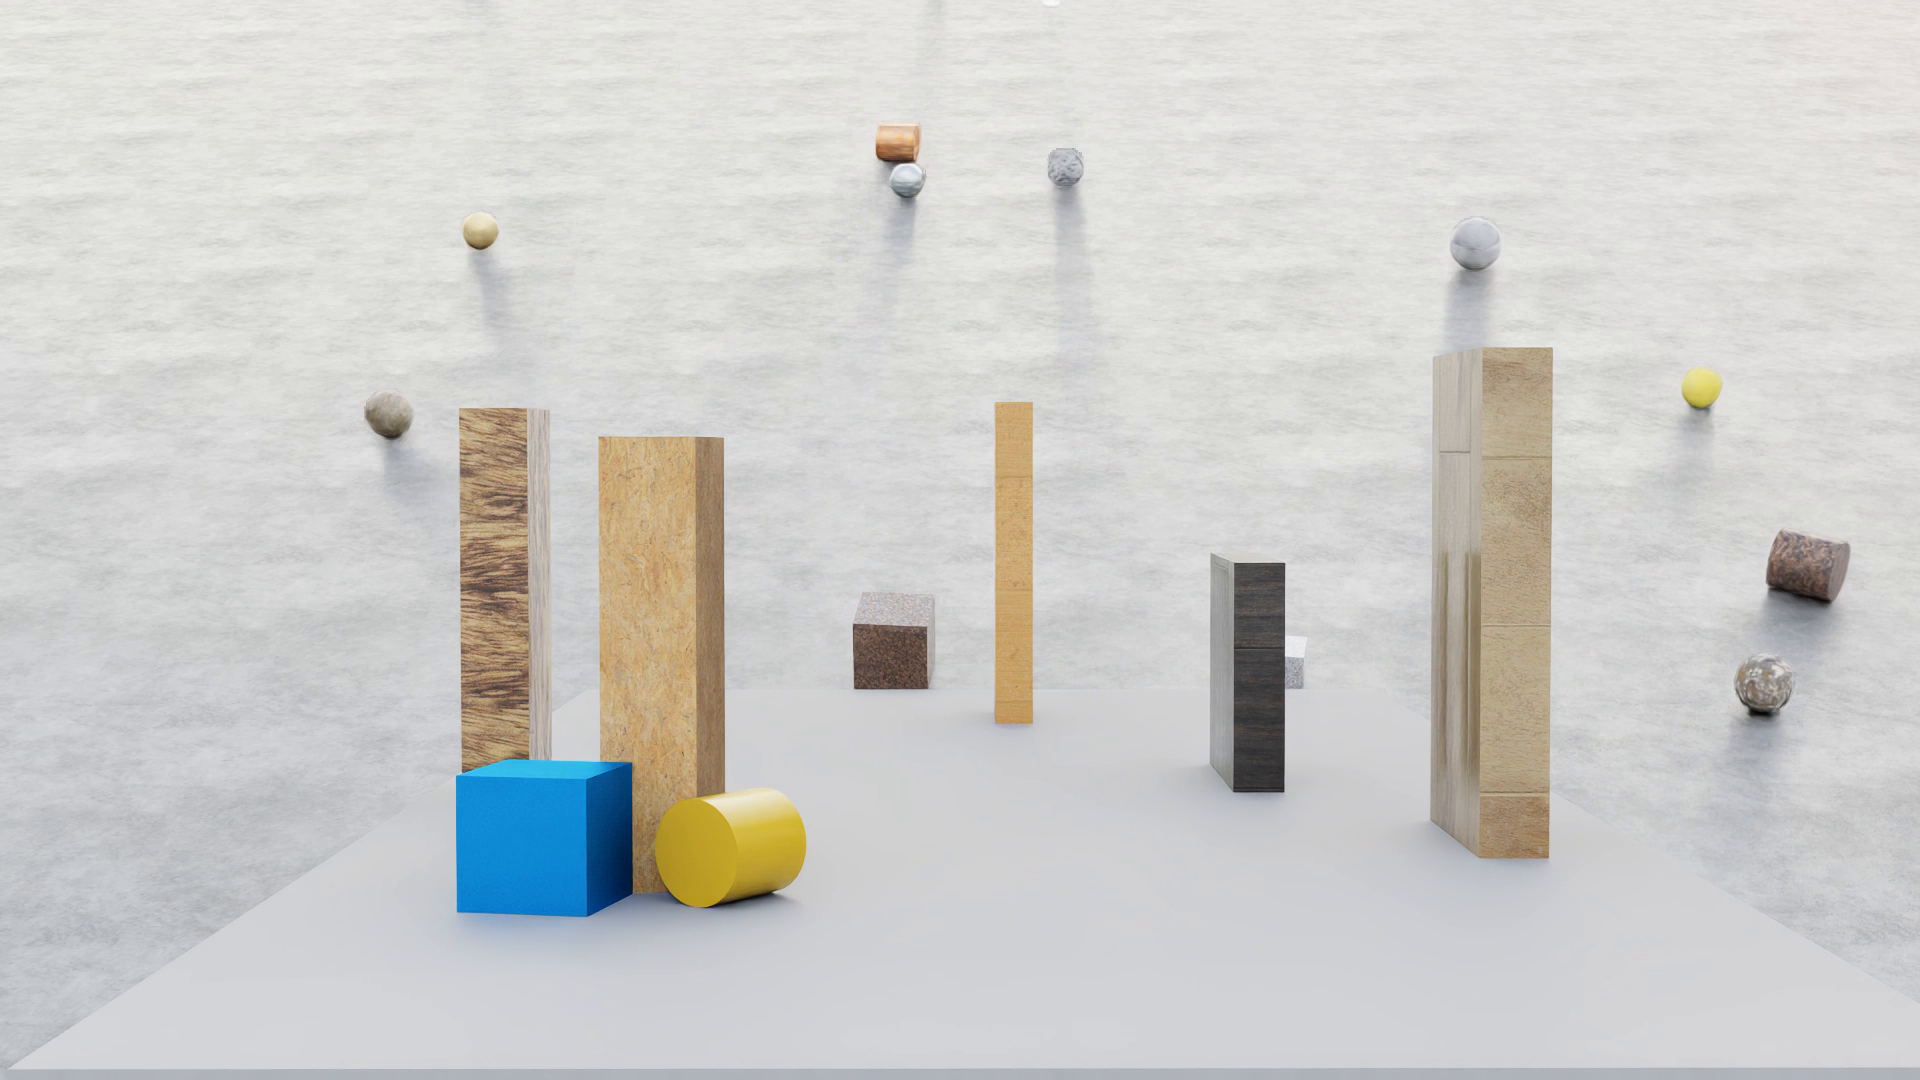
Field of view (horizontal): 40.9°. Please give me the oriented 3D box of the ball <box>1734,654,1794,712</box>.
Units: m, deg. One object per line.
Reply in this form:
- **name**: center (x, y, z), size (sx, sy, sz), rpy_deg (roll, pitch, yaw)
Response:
- **ball**: center (2.065, 0.368, 6.614), size (0.150, 0.150, 0.150), rpy_deg (0, 24, 0)

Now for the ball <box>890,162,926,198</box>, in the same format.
- **ball**: center (-0.221, -1.505, 10.794), size (0.148, 0.148, 0.148), rpy_deg (0, 24, 0)

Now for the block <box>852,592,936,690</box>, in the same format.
- **block**: center (-0.172, 0.269, 6.781), size (0.194, 0.194, 0.194), rpy_deg (2, 24, 5)

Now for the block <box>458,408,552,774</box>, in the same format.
- **block**: center (-0.803, 0.109, 4.565), size (0.117, 0.682, 0.247), rpy_deg (0, 2, 0)

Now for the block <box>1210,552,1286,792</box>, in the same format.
- **block**: center (0.532, 0.237, 4.790), size (0.091, 0.410, 0.427), rpy_deg (0, 2, 0)

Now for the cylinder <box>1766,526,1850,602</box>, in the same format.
- **cylinder**: center (2.386, 0.069, 7.250), size (0.176, 0.176, 0.176), rpy_deg (16, 29, 31)

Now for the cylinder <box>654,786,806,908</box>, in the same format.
- **cylinder**: center (-0.311, 0.416, 3.500), size (0.146, 0.146, 0.146), rpy_deg (17, 11, 33)

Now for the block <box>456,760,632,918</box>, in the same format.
- **block**: center (-0.558, 0.399, 3.472), size (0.181, 0.181, 0.181), rpy_deg (0, 2, 12)

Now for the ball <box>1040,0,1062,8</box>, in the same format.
- **ball**: center (0.503, -2.985, 14.113), size (0.134, 0.134, 0.134), rpy_deg (0, 24, 0)

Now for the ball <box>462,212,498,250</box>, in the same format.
- **ball**: center (-1.893, -1.219, 10.162), size (0.144, 0.144, 0.144), rpy_deg (0, 24, 0)

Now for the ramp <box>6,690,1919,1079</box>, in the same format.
- **ramp**: center (0.055, 0.501, 4.547), size (2.000, 0.100, 4.000), rpy_deg (0, 2, 0)

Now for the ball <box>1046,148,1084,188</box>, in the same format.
- **ball**: center (0.447, -1.581, 10.950), size (0.160, 0.160, 0.160), rpy_deg (0, 24, 0)

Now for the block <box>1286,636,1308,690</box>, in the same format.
- **block**: center (0.838, 0.330, 6.732), size (0.122, 0.122, 0.122), rpy_deg (5, 25, 10)

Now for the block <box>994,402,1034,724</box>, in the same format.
- **block**: center (0.120, 0.047, 5.856), size (0.083, 0.715, 0.280), rpy_deg (0, 2, 0)

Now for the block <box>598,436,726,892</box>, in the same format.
- **block**: center (-0.430, 0.165, 3.761), size (0.133, 0.629, 0.436), rpy_deg (0, 2, 0)

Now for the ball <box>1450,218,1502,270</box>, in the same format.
- **ball**: center (1.985, -1.137, 9.909), size (0.201, 0.201, 0.201), rpy_deg (0, 24, 0)

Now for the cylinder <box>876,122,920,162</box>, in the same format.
- **cylinder**: center (-0.273, -1.745, 11.308), size (0.165, 0.165, 0.165), rpy_deg (4, 24, 9)

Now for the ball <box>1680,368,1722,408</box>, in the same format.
- **ball**: center (2.471, -0.507, 8.590), size (0.130, 0.130, 0.130), rpy_deg (0, 24, 0)

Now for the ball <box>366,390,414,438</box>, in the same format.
- **ball**: center (-1.846, -0.410, 8.343), size (0.154, 0.154, 0.154), rpy_deg (0, 24, 0)

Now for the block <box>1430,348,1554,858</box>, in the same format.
- **block**: center (0.827, 0.088, 4.033), size (0.105, 0.762, 0.399), rpy_deg (0, 2, 0)
